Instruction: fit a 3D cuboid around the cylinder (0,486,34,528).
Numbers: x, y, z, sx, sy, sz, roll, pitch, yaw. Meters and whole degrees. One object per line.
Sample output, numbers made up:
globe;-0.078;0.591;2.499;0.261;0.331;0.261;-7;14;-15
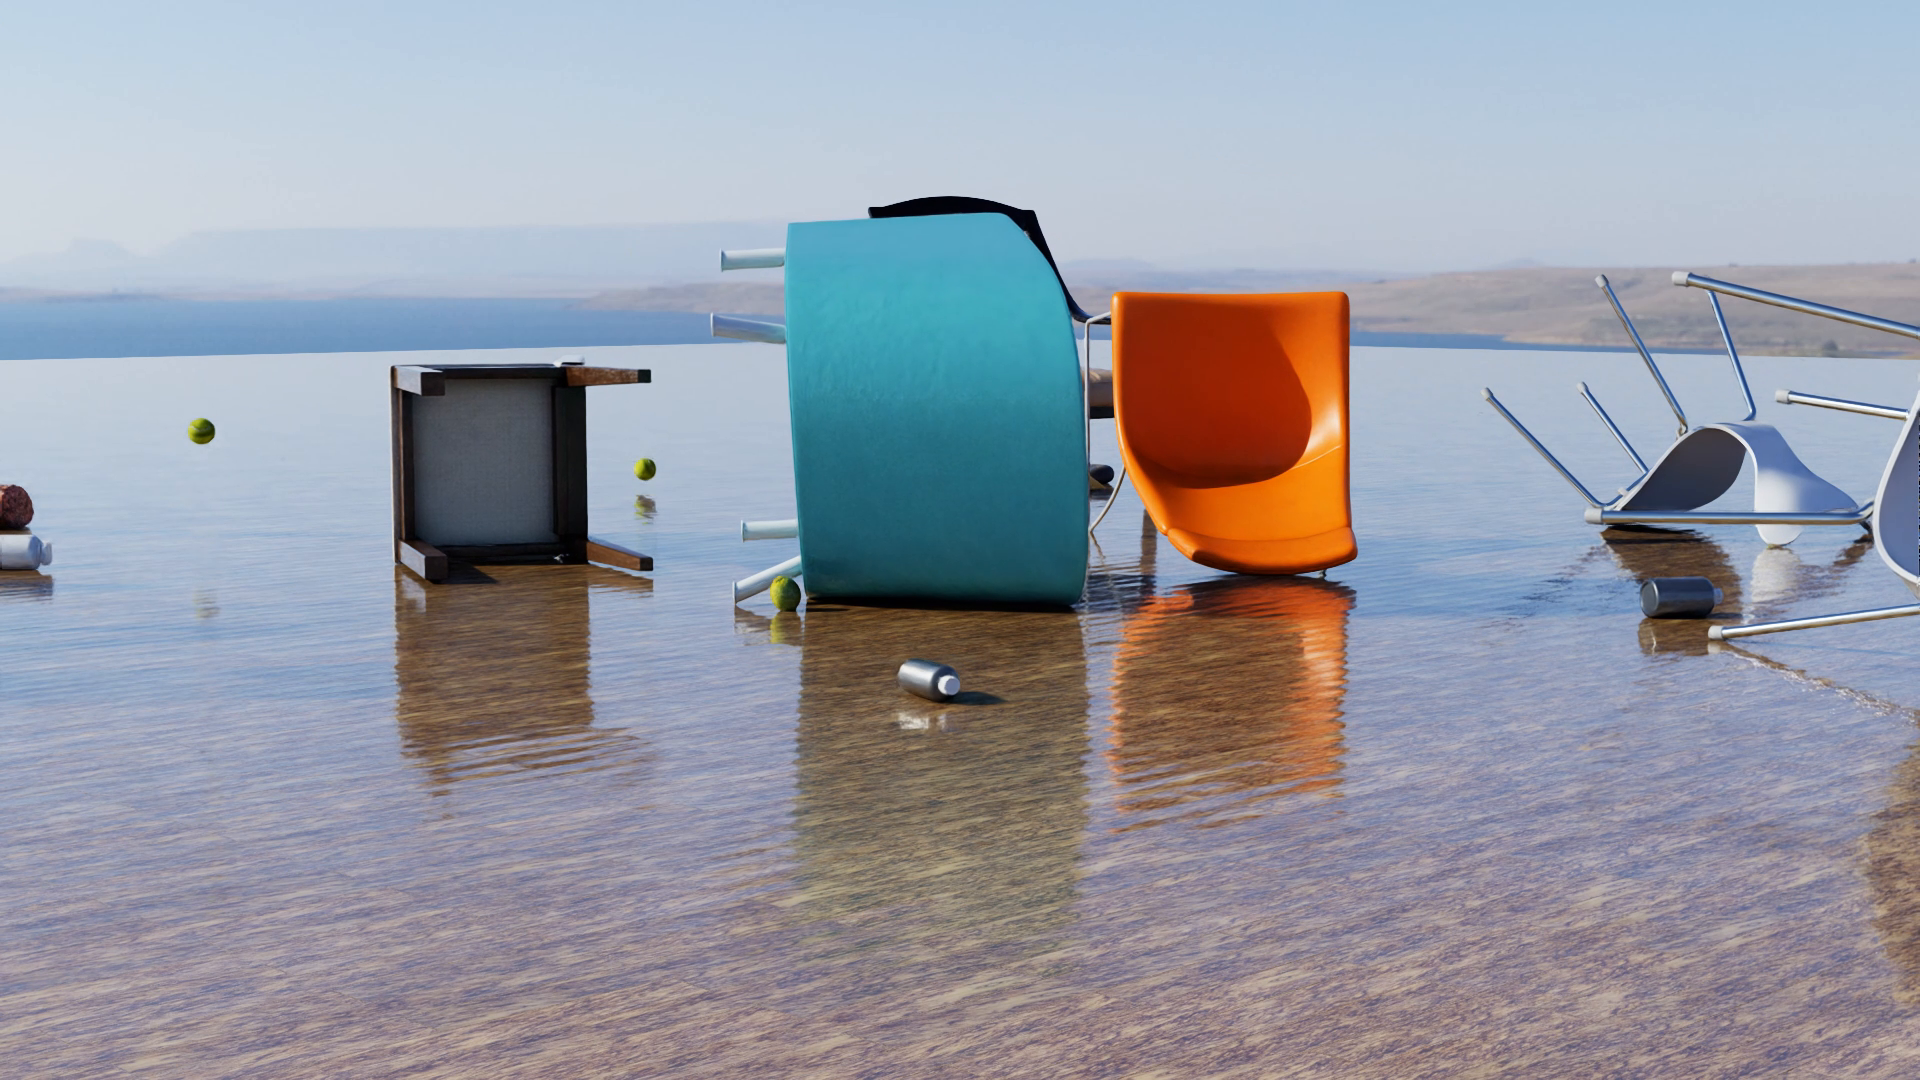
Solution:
cylinder;-2.522;-0.089;6.718;0.117;0.104;0.167;1;-15;8

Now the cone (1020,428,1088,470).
cone;0.269;-0.283;8.836;0.260;0.132;0.337;-2;16;22

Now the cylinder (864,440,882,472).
cylinder;-0.294;-0.282;8.650;0.044;0.095;0.081;7;14;28

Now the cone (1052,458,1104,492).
cone;0.384;-0.181;7.923;0.169;0.089;0.128;17;34;-31

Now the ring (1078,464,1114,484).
ring;0.414;-0.209;8.180;0.155;0.055;0.184;1;7;17
